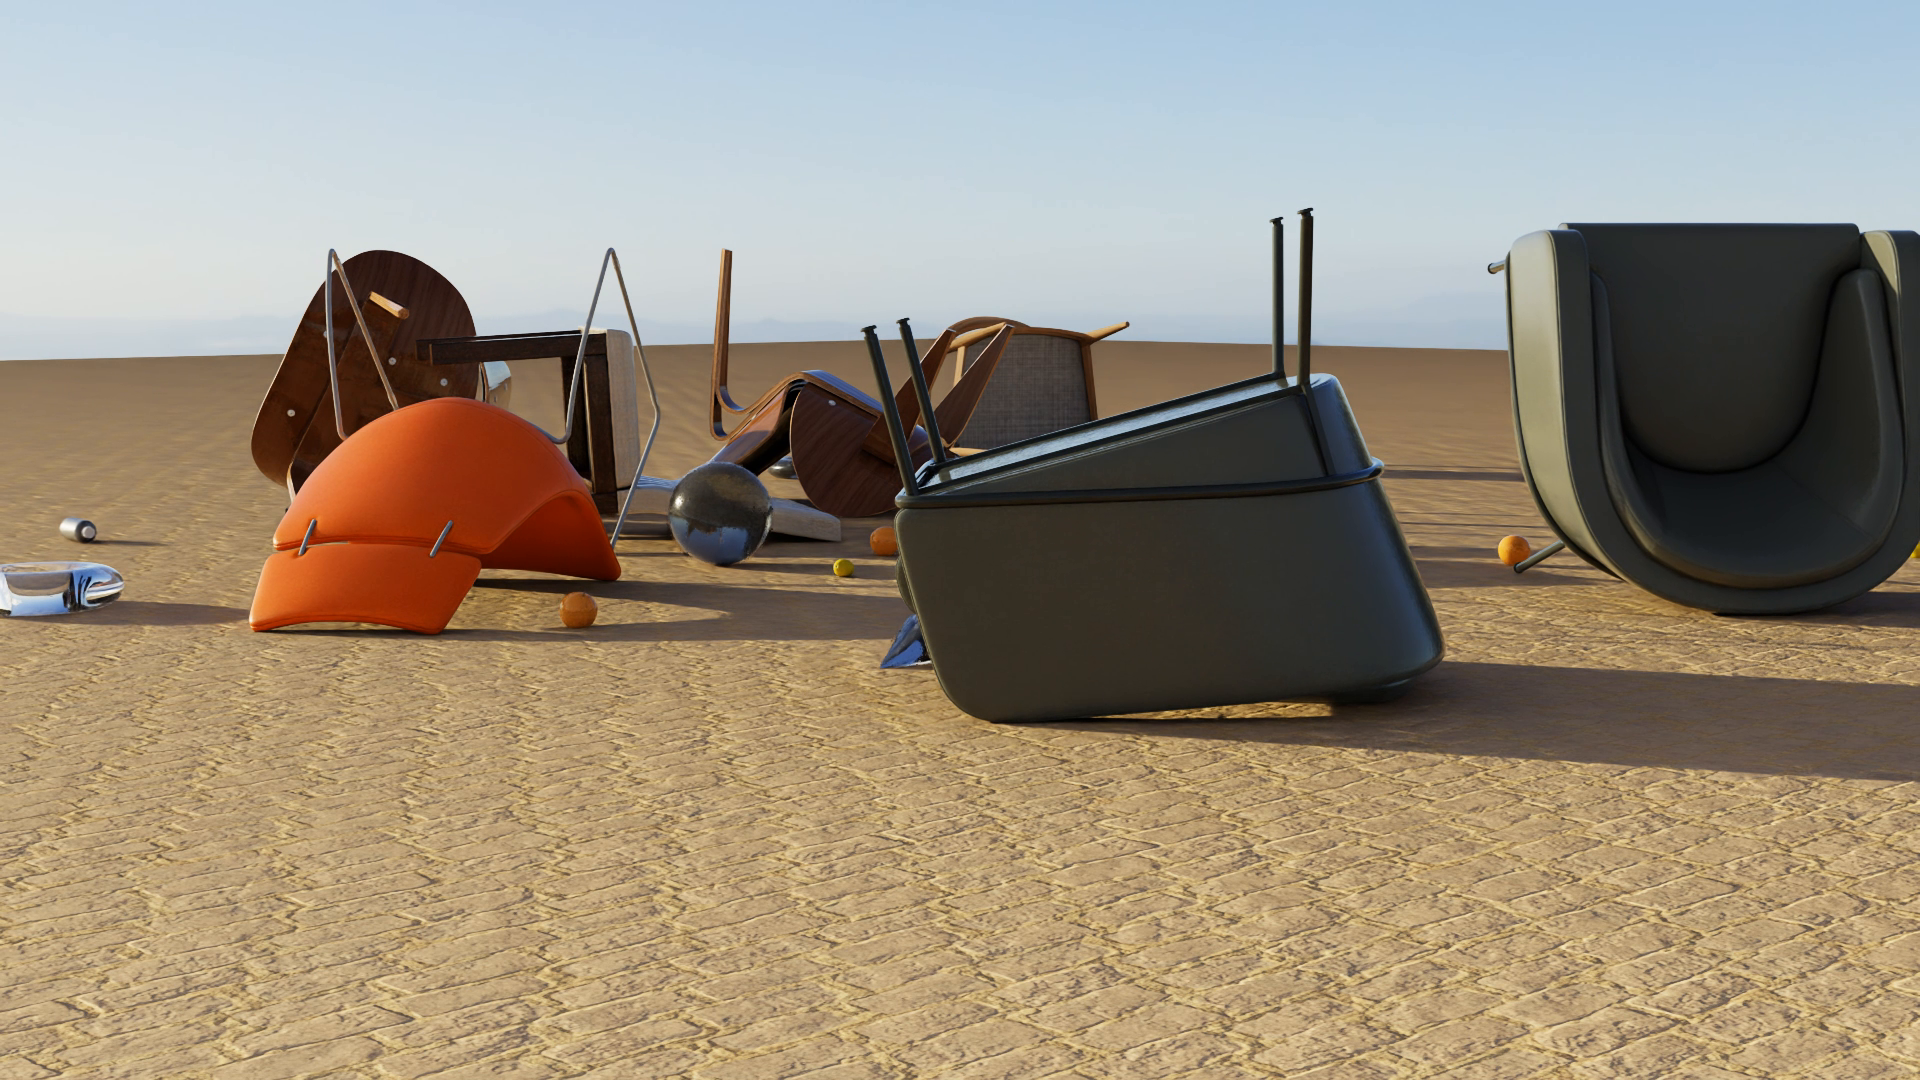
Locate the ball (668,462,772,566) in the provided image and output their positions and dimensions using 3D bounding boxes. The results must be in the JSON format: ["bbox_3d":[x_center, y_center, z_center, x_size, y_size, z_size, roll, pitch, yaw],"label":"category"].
[{"bbox_3d":[-0.546,-0.061,5.849,0.236,0.236,0.236,0,6,0],"label":"ball"}]

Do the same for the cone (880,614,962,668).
[{"bbox_3d":[-0.091,0.192,4.350,0.126,0.088,0.150,-29,24,-36],"label":"cone"}]

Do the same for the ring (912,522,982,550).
[{"bbox_3d":[-0.031,-0.009,6.229,0.213,0.057,0.095,4,9,41],"label":"ring"}]

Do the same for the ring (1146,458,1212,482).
[{"bbox_3d":[0.705,-0.225,8.269,0.239,0.069,0.146,6,10,40],"label":"ring"}]

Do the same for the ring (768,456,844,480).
[{"bbox_3d":[-0.508,-0.238,8.413,0.234,0.063,0.305,-5,7,-33],"label":"ring"}]

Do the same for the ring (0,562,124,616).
[{"bbox_3d":[-1.825,0.096,5.084,0.324,0.084,0.328,0,5,7],"label":"ring"}]

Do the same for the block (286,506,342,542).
[{"bbox_3d":[-1.612,-0.040,6.404,0.125,0.081,0.055,1,6,12],"label":"block"}]
